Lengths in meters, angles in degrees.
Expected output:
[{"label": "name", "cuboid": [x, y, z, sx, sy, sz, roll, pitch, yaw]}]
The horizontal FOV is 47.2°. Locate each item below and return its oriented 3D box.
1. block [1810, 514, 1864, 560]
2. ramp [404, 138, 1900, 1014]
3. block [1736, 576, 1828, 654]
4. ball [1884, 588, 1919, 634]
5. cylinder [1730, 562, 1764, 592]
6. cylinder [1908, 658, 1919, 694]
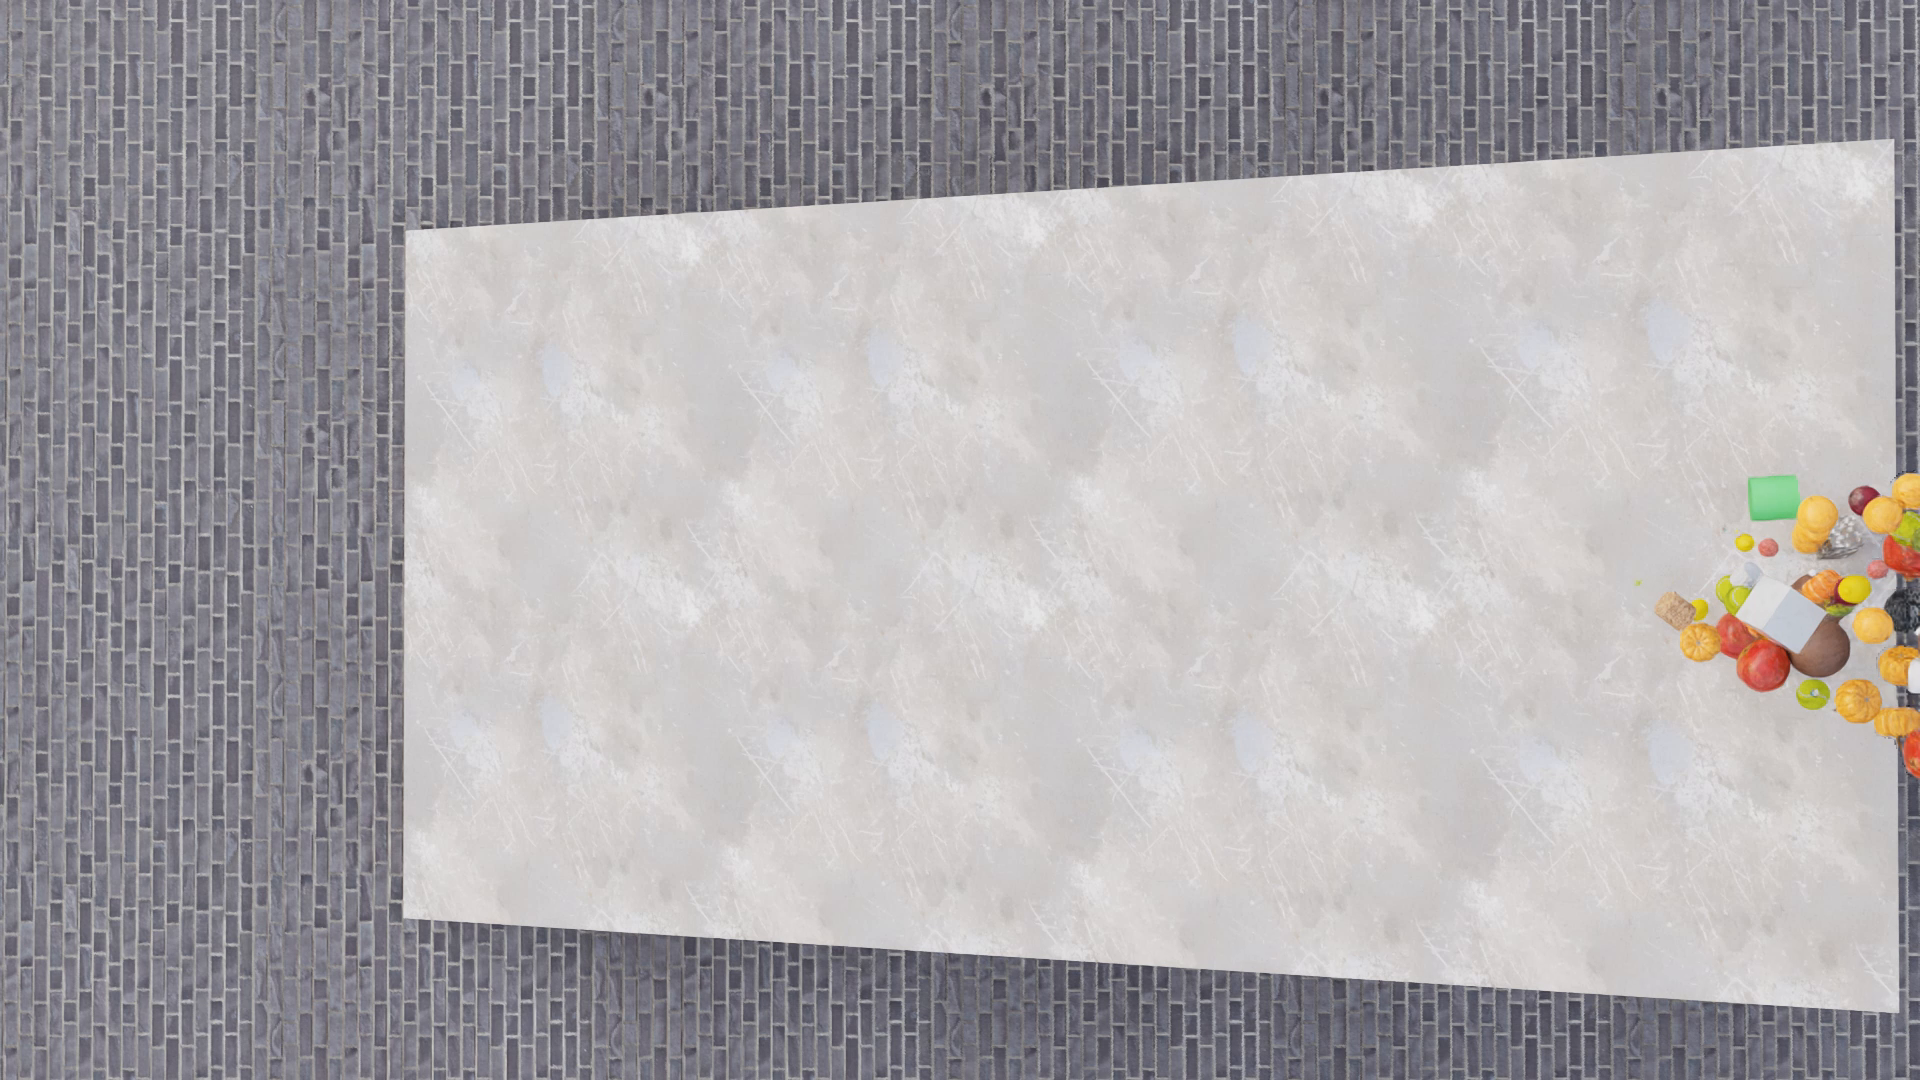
[{"label": "block", "cuboid": [2.000, -0.005, 5.020, 0.076, 0.076, 0.076, -4, 68, -7]}, {"label": "ramp", "cuboid": [0.281, 0.090, 5.762, 4.000, 0.100, 2.000, 0, 89, 20]}, {"label": "block", "cuboid": [1.615, 0.146, 4.326, 0.099, 0.099, 0.099, 31, 96, -17]}, {"label": "ball", "cuboid": [1.974, 0.148, 4.579, 0.095, 0.095, 0.095, 0, 89, 0]}, {"label": "cylinder", "cuboid": [1.764, 0.083, 4.931, 0.051, 0.051, 0.051, 11, 52, -14]}, {"label": "cylinder", "cuboid": [1.871, 0.265, 4.232, 0.069, 0.069, 0.069, 7, 89, 41]}]
